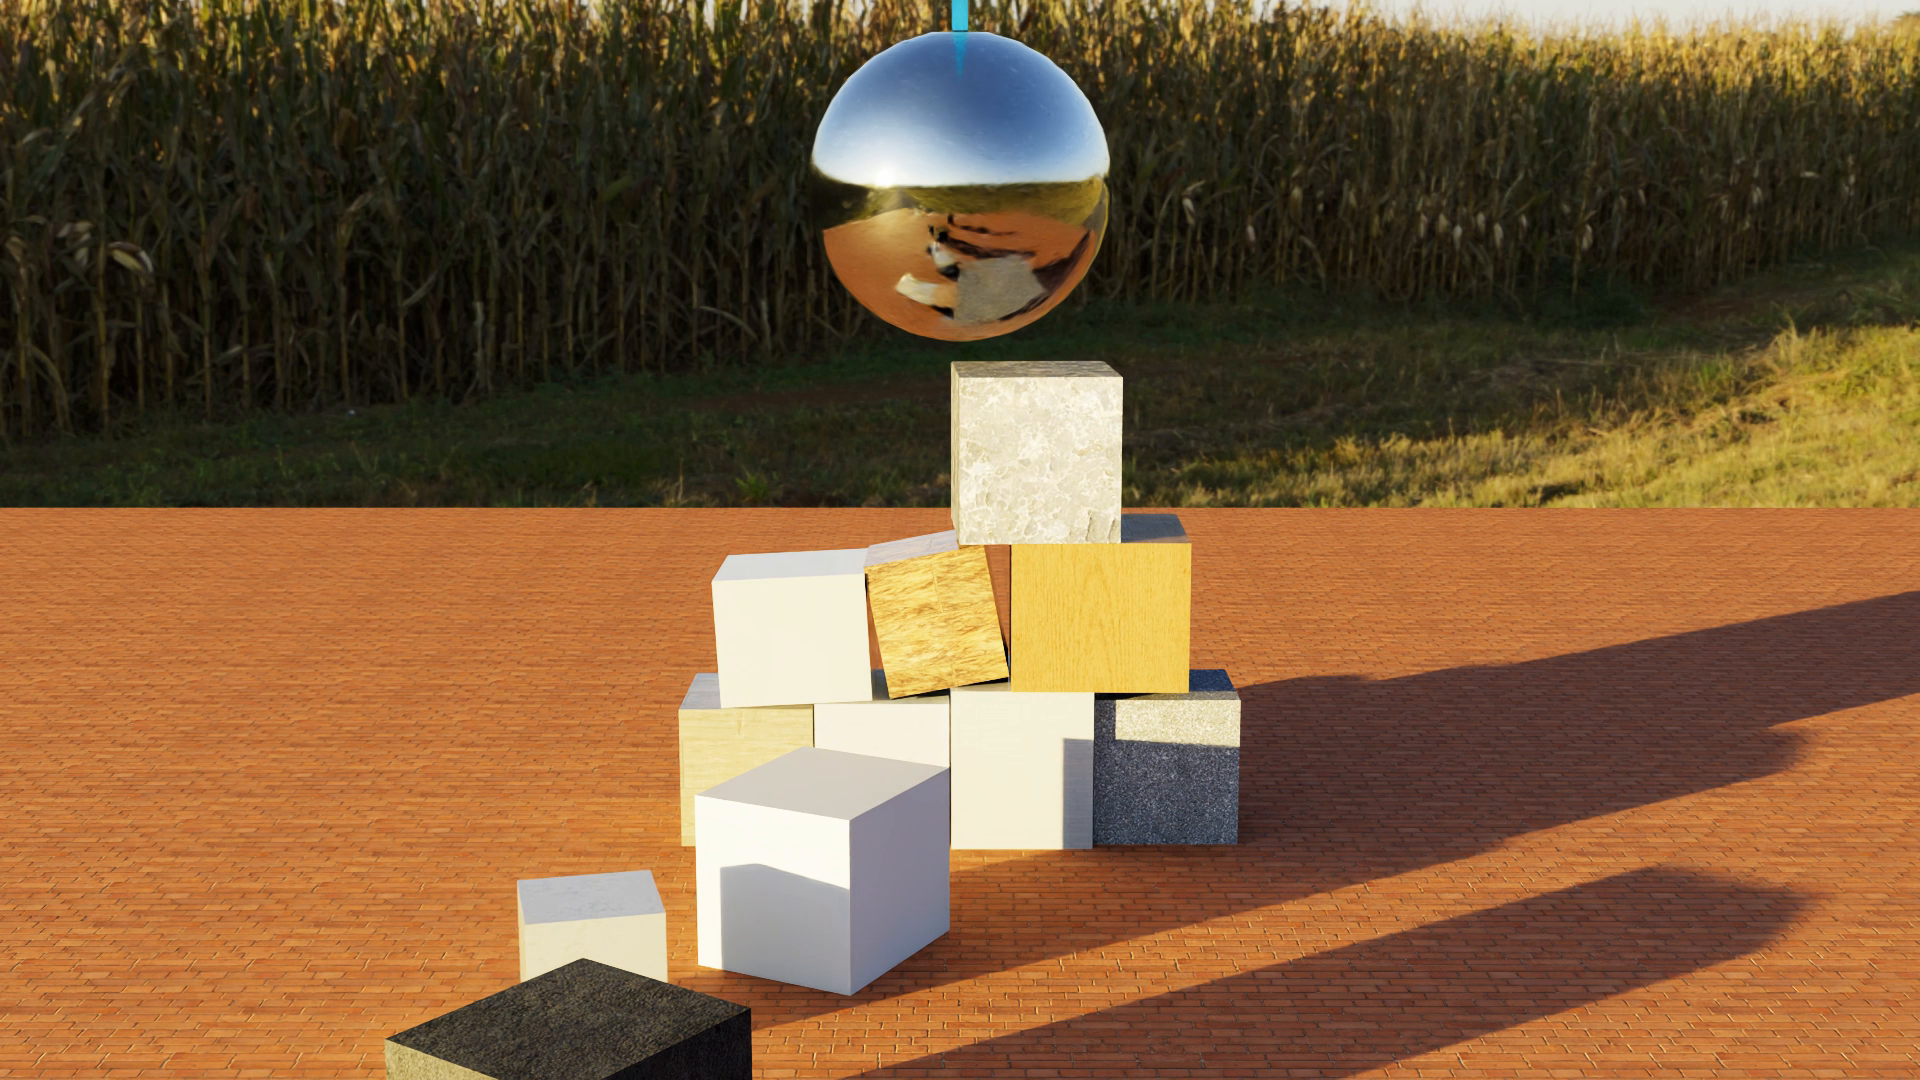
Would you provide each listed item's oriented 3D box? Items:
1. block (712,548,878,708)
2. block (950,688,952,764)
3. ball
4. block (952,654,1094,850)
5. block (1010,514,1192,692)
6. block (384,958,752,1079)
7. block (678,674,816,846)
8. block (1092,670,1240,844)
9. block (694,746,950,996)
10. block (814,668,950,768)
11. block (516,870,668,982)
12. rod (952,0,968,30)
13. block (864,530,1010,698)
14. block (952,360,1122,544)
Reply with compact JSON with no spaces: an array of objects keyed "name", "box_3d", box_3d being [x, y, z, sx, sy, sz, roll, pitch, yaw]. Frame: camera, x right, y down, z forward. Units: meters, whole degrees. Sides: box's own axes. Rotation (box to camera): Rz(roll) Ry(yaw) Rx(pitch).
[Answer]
[{"name":"block","box_3d":[-0.829,0.441,11.265,0.756,0.645,0.689,-3,10,1]},{"name":"block","box_3d":[-0.181,1.049,12.688,0.408,0.396,0.384,-1,10,-7]},{"name":"ball","box_3d":[0.000,-1.840,11.469,1.600,1.600,1.600,0,10,0]},{"name":"block","box_3d":[0.311,1.079,11.355,0.707,0.813,0.798,0,10,0]},{"name":"block","box_3d":[0.696,0.307,11.233,0.877,0.750,0.871,0,10,1]},{"name":"block","box_3d":[-1.255,1.902,7.157,0.775,0.697,0.871,7,13,35]},{"name":"block","box_3d":[-1.069,1.125,11.396,0.666,0.709,0.761,0,10,0]},{"name":"block","box_3d":[1.037,1.110,11.366,0.727,0.749,0.657,0,10,0]},{"name":"block","box_3d":[-0.587,1.421,9.629,0.760,0.759,0.878,5,12,27]},{"name":"block","box_3d":[-0.390,1.113,11.394,0.671,0.734,0.749,0,10,0]},{"name":"block","box_3d":[-1.459,1.684,8.714,0.535,0.569,0.528,-3,11,-14]},{"name":"rod","box_3d":[0.000,-5.105,10.522,0.080,5.200,0.080,0,16,0]},{"name":"block","box_3d":[-0.113,0.355,11.201,0.605,0.682,0.582,-11,10,3]},{"name":"block","box_3d":[0.369,-0.453,11.045,0.787,0.813,0.800,-1,10,-3]}]
